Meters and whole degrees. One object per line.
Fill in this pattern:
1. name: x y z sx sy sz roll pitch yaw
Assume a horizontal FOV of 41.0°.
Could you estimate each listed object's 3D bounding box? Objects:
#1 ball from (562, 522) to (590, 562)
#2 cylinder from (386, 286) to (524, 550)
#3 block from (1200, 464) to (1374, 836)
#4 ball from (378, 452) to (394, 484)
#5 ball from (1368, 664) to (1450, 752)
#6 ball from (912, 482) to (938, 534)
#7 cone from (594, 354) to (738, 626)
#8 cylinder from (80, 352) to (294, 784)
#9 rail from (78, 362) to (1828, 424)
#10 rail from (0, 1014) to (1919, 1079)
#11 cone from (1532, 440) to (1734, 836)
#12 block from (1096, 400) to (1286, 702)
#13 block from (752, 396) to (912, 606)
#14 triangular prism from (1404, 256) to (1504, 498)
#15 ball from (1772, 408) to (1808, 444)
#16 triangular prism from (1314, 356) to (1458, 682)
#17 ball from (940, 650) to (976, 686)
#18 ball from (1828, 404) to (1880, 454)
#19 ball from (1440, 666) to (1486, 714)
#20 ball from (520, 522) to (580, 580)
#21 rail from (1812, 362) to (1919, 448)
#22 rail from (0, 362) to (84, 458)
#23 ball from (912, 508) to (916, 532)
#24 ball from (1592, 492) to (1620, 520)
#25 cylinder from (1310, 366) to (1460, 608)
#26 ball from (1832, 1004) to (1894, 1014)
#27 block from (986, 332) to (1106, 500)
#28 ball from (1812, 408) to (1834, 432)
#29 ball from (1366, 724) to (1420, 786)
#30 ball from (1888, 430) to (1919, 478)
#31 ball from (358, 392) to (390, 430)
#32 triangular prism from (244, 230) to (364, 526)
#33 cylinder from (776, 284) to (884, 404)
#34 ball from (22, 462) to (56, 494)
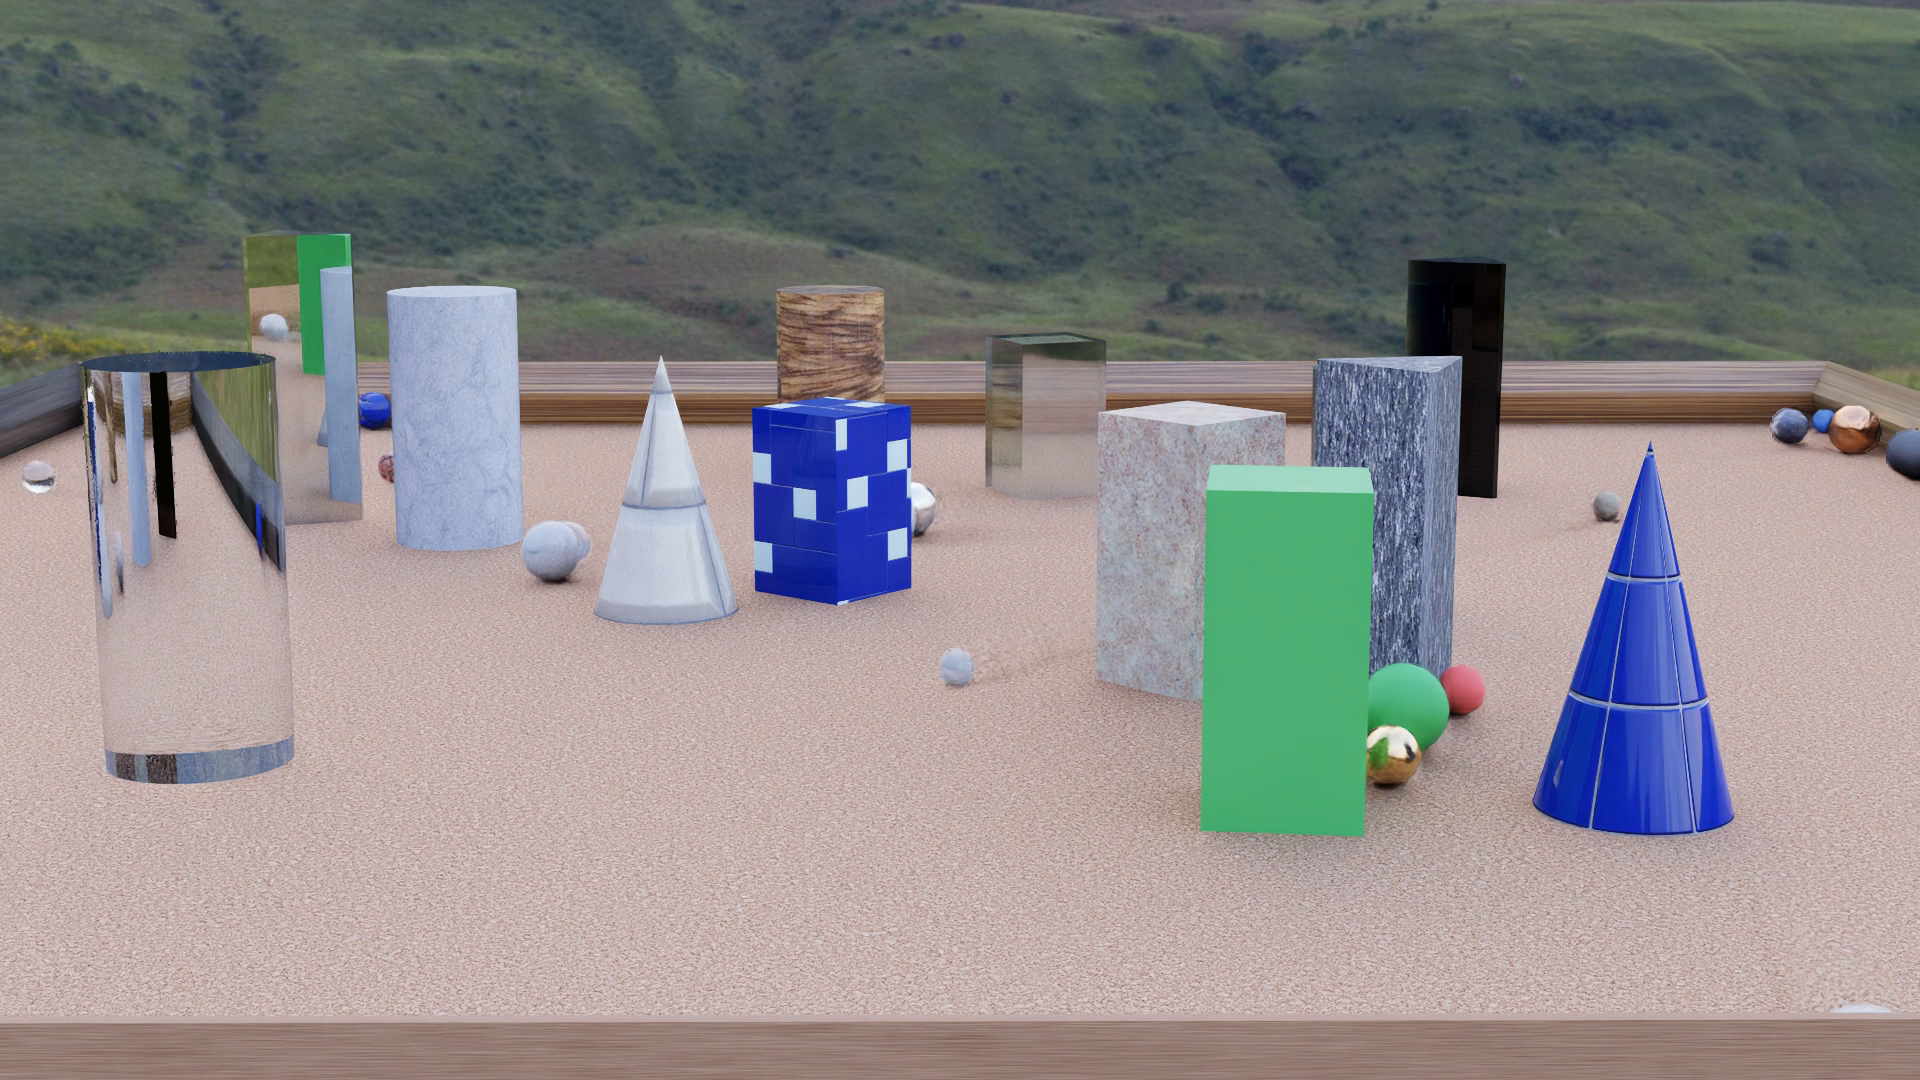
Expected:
1. ball: -0.576 0.005 3.774 0.064 0.064 0.064 0 11 0
2. cylinder: -0.775 -0.191 3.950 0.194 0.384 0.194 0 11 0
3. block: 0.318 0.104 2.505 0.155 0.332 0.155 1 11 7
4. ball: -0.996 -0.127 4.510 0.055 0.055 0.055 0 11 0
5. ball: 0.472 0.181 2.736 0.097 0.097 0.097 0 11 0
6. ball: -0.076 -0.050 4.024 0.081 0.081 0.081 0 11 0
7. cone: -0.397 -0.076 3.437 0.194 0.346 0.194 0 11 0
8. cylinder: -0.806 0.024 2.685 0.194 0.424 0.194 0 11 0
9. rail: -0.010 -0.297 5.226 3.576 0.126 0.045 0 11 0
10. rail: 0.010 0.362 1.672 3.576 0.126 0.045 0 11 0
11. cone: 0.667 0.084 2.511 0.194 0.369 0.194 0 11 0
12. block: 0.273 0.009 3.045 0.155 0.322 0.155 -10 14 -42
13. block: -0.178 -0.058 3.579 0.155 0.258 0.155 8 13 38
14. triangular prism: 0.871 -0.285 4.422 0.168 0.397 0.146 6 12 29
15. ball: 1.611 -0.220 4.976 0.068 0.068 0.068 0 11 0
16. triangular prism: 0.516 -0.007 2.928 0.146 0.396 0.168 -9 14 -39
17. ball: -0.003 0.152 3.043 0.042 0.042 0.042 0 11 0
18. ball: 1.690 -0.210 4.852 0.092 0.092 0.092 0 11 0
19. ball: 0.569 0.170 2.910 0.054 0.054 0.054 0 11 0
20. ball: -0.583 0.016 3.657 0.085 0.085 0.085 0 11 0
21. rail: 1.764 0.031 3.459 0.045 0.126 3.662 0 11 0
22. rail: -1.764 0.034 3.439 0.045 0.126 3.662 0 11 0
23. ball: -0.101 -0.031 3.957 0.067 0.067 0.067 0 11 0
24. ball: 1.046 -0.055 4.151 0.044 0.044 0.044 0 11 0
25. cylinder: 0.570 -0.070 3.461 0.194 0.324 0.194 0 11 0
26. ball: 0.641 0.364 1.816 0.072 0.072 0.072 0 11 0
27. block: 0.146 -0.215 4.411 0.155 0.264 0.155 -4 11 -23
28. ball: 1.727 -0.238 5.125 0.048 0.048 0.048 0 11 0
29. ball: 0.439 0.220 2.621 0.063 0.063 0.063 0 11 0
30. ball: 1.698 -0.154 4.575 0.083 0.083 0.083 0 11 0
31. ball: -1.187 -0.261 5.172 0.075 0.075 0.075 0 11 0
32. triangular prism: -1.073 -0.265 4.141 0.168 0.461 0.146 -5 12 -25
33. cylinder: -0.233 -0.289 4.637 0.194 0.327 0.194 0 11 0
34. ball: -1.582 -0.107 4.406 0.054 0.054 0.054 0 11 0
